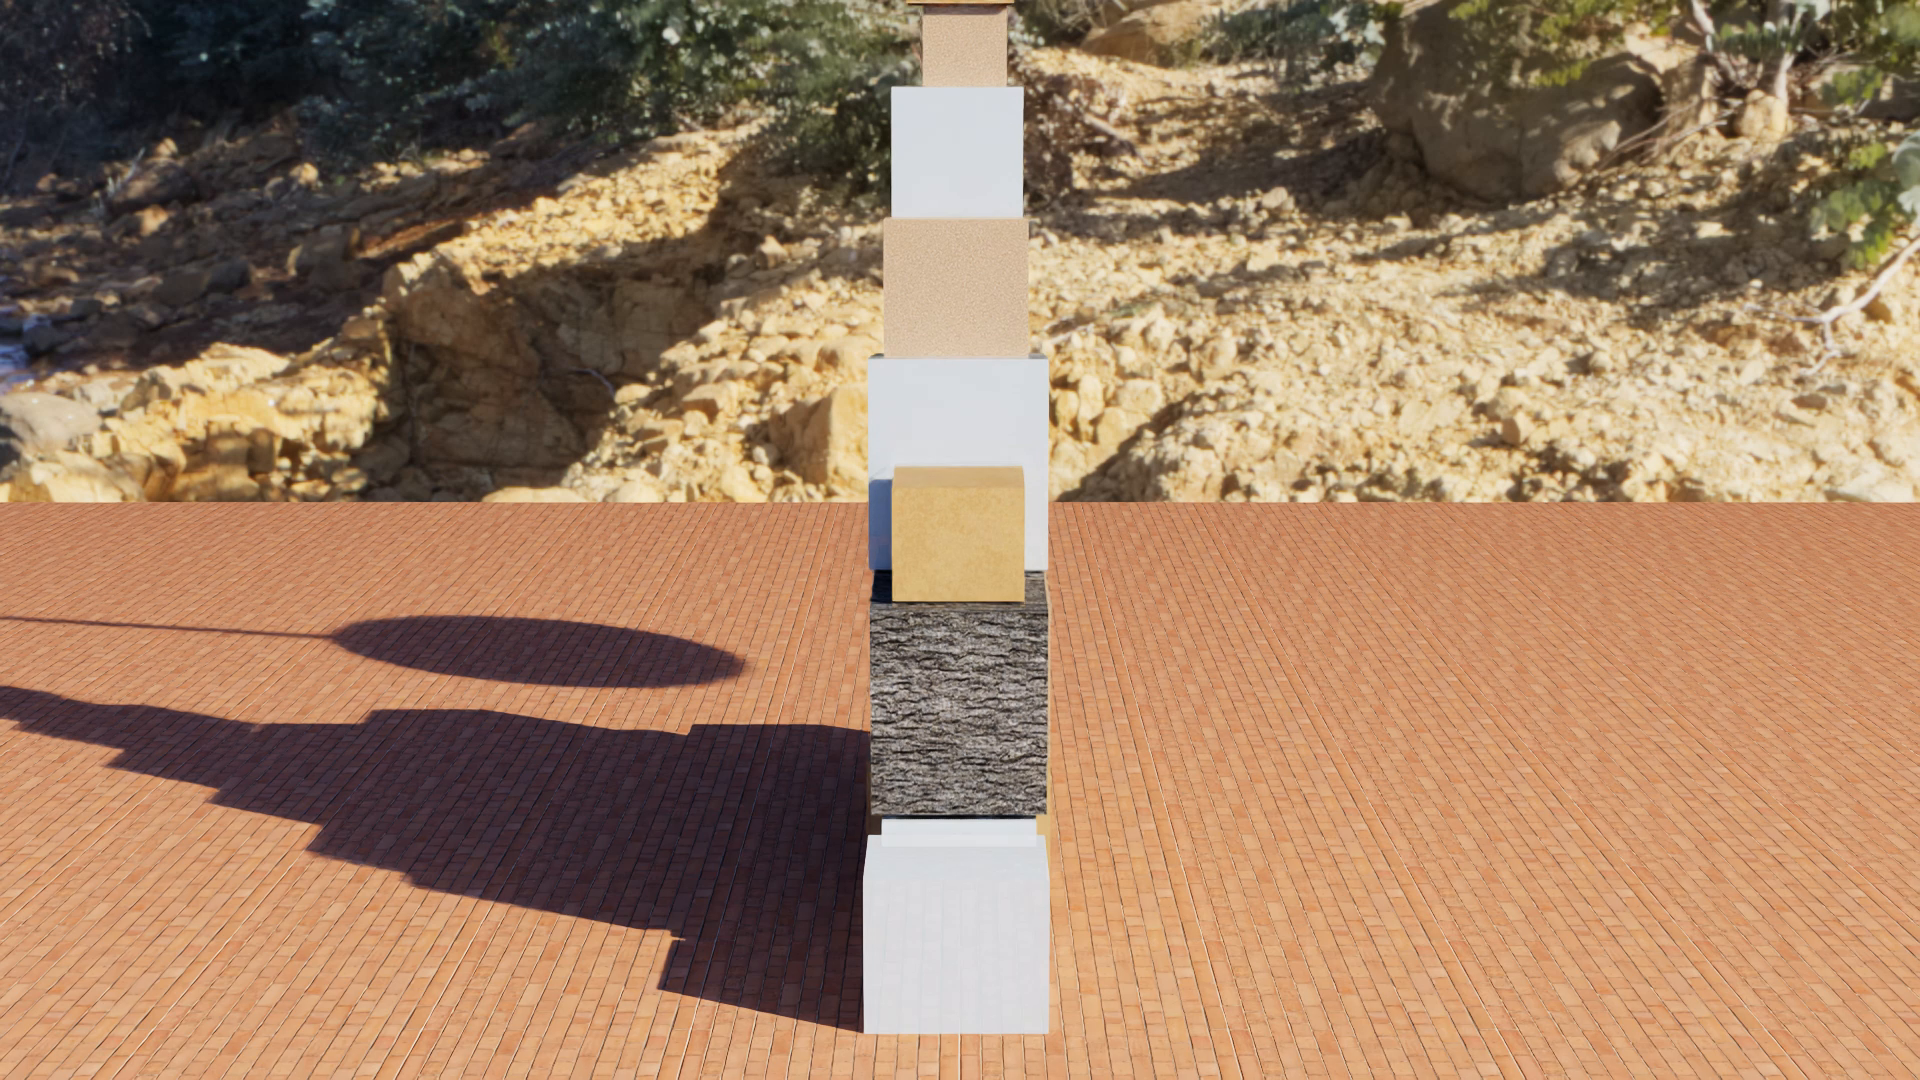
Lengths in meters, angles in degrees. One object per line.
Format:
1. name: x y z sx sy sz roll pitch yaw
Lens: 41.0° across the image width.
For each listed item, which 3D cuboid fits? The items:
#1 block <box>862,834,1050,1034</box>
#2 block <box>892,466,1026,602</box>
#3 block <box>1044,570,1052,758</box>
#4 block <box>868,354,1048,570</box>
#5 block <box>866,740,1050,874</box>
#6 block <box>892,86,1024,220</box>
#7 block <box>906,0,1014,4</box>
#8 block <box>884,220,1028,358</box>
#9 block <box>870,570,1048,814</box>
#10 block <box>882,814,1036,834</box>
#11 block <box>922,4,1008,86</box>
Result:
1. block: -0.013 1.487 9.733 0.684 0.591 0.572 0 10 0
2. block: -0.005 -0.028 10.058 0.510 0.447 0.440 0 13 0
3. block: 0.009 0.518 10.953 0.734 0.653 0.705 0 10 0
4. block: -0.006 -0.335 10.631 0.722 0.847 0.715 0 6 0
5. block: -0.006 1.199 11.003 0.764 0.704 0.682 0 10 0
6. block: -0.011 -1.650 10.915 0.545 0.551 0.570 0 10 0
7. block: 0.000 -2.511 10.751 0.445 0.518 0.464 0 11 0
8. block: -0.016 -1.054 10.742 0.588 0.556 0.672 0 6 0
9. block: -0.004 0.589 10.222 0.684 0.817 0.685 0 14 0
10. block: -0.003 1.351 10.342 0.601 0.641 0.653 0 10 0
11. block: 0.021 -2.090 10.833 0.349 0.340 0.385 0 11 0
